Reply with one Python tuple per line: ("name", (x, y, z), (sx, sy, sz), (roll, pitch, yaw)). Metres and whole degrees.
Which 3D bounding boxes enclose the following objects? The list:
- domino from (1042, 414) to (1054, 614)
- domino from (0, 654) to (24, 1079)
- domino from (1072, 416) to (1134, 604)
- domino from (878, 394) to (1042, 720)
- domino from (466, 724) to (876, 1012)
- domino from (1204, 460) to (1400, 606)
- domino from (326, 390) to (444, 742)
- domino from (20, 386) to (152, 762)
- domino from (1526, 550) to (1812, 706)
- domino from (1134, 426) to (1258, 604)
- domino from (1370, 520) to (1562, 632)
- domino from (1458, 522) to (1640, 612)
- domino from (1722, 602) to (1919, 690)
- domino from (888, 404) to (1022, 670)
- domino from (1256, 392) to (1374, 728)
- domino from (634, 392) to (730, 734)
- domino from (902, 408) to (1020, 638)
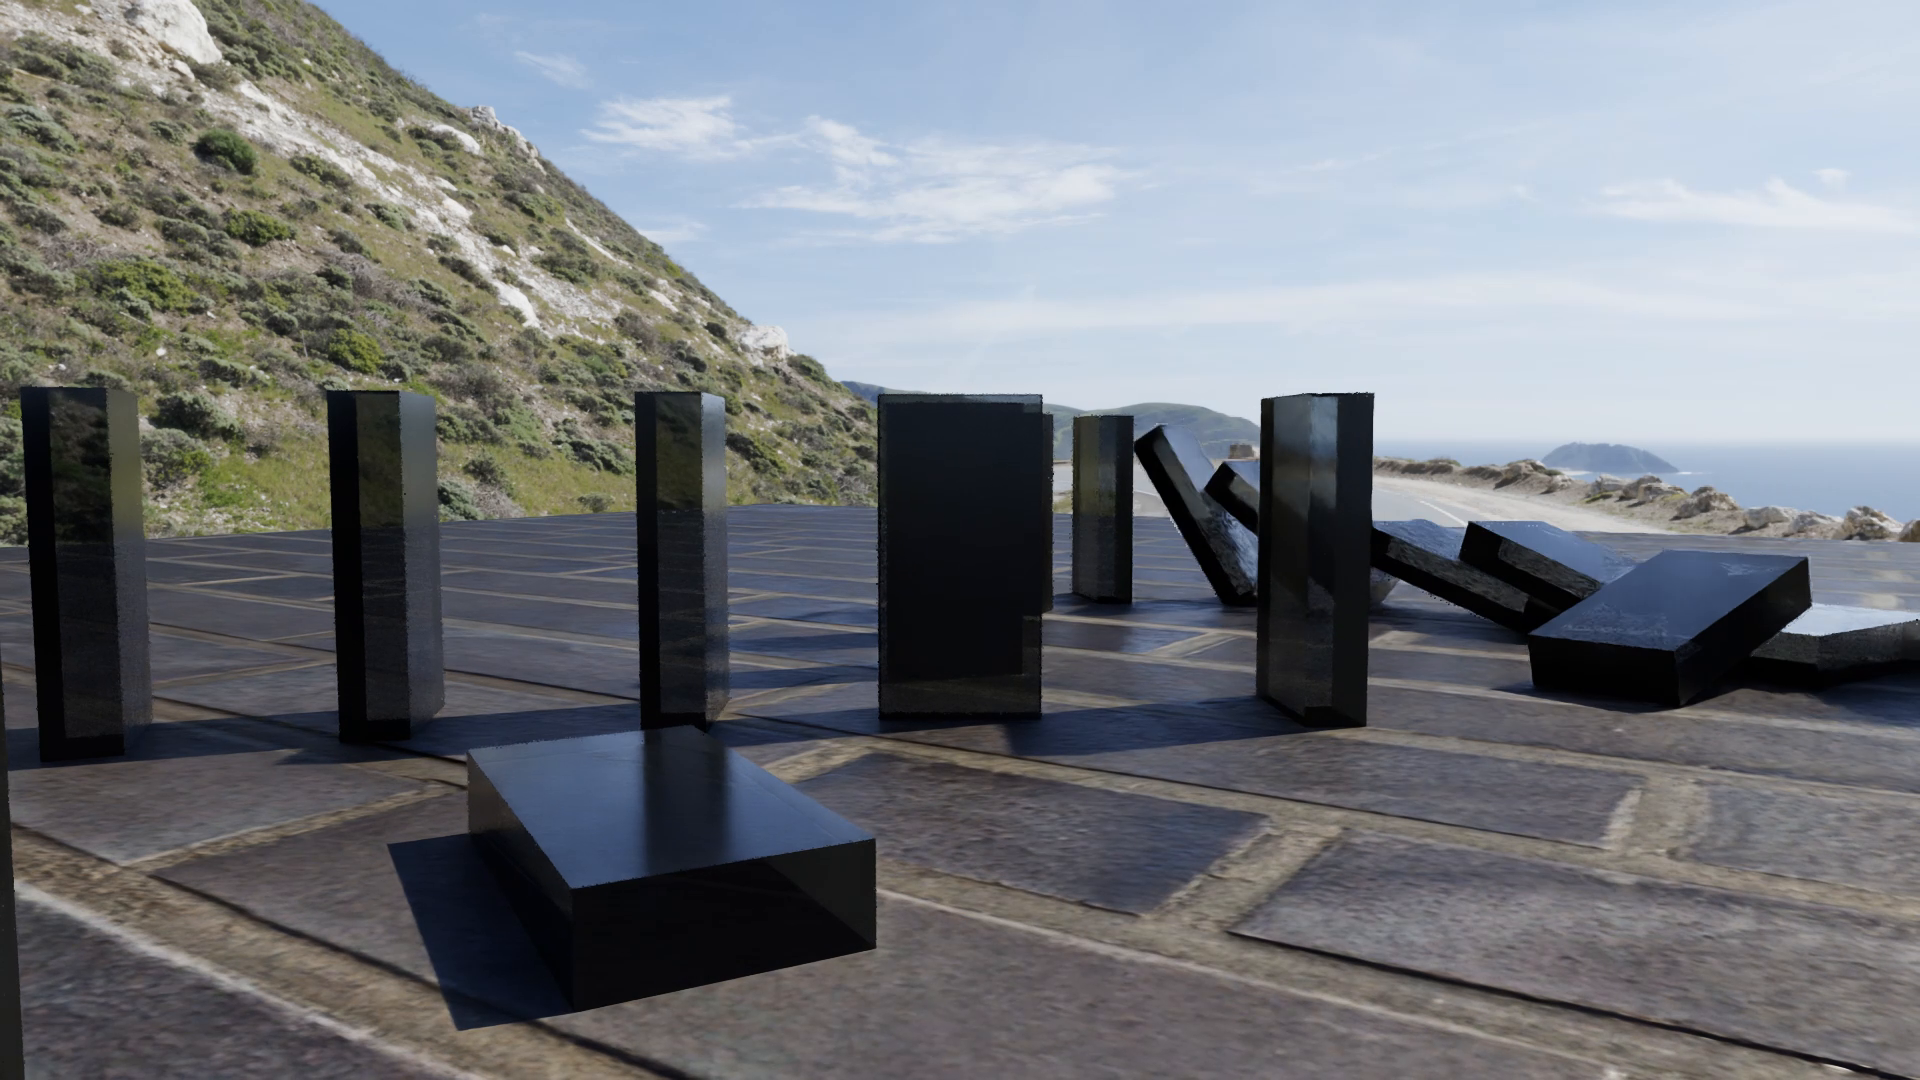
("domino", (0.010, -0.007, 0.328), (0.025, 0.050, 0.010), (2, 5, 23))
("domino", (-0.049, 0.014, 0.047), (0.010, 0.050, 0.025), (0, 4, 2))
("domino", (0.039, -0.009, 0.353), (0.009, 0.050, 0.025), (-1, 4, -11))
("domino", (0.000, 0.002, 0.201), (0.025, 0.050, 0.010), (0, 4, 0))
("domino", (-0.030, 0.029, 0.124), (0.025, 0.010, 0.050), (-2, 5, -29))
("domino", (0.091, -0.002, 0.341), (0.050, 0.009, 0.025), (46, 29, 27))
("domino", (-0.086, 0.003, 0.194), (0.010, 0.050, 0.025), (-1, 4, -11))
("domino", (-0.124, 0.004, 0.183), (0.010, 0.050, 0.025), (-2, 5, -24))
("domino", (0.127, 0.014, 0.229), (0.050, 0.009, 0.025), (-20, 14, -33))
("domino", (0.068, -0.008, 0.352), (0.010, 0.050, 0.025), (-34, -13, 27))
("domino", (0.125, 0.008, 0.315), (0.025, 0.009, 0.050), (-3, 21, -32))
("domino", (0.140, 0.009, 0.287), (0.025, 0.009, 0.050), (0, 21, -26))
("domino", (0.162, 0.019, 0.245), (0.050, 0.010, 0.025), (-3, 5, -32))
("domino", (-0.001, -0.001, 0.244), (0.025, 0.050, 0.009), (0, 4, -1))
("domino", (0.056, 0.002, 0.204), (0.009, 0.050, 0.025), (0, 4, -4))
("domino", (-0.043, 0.003, 0.199), (0.010, 0.050, 0.025), (0, 4, -3))
("domino", (0.000, -0.004, 0.285), (0.025, 0.050, 0.009), (1, 4, 7))
